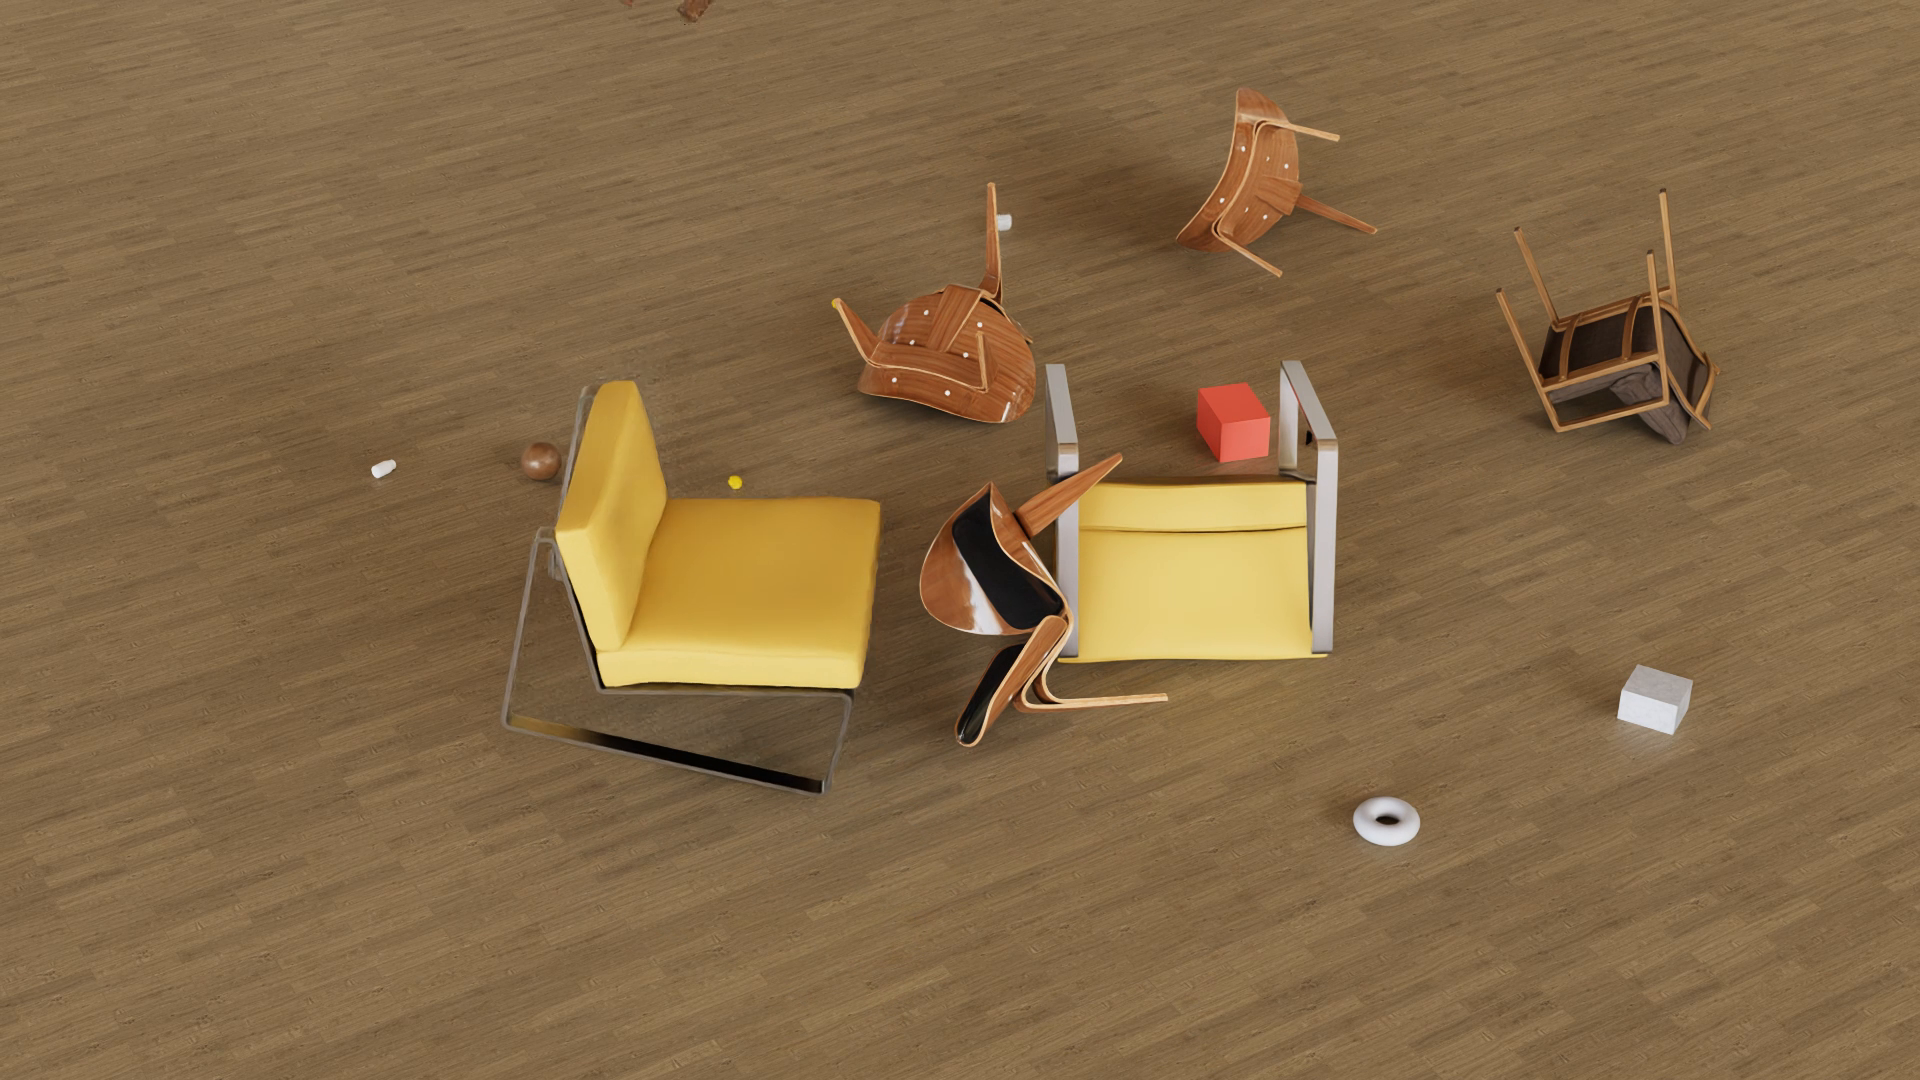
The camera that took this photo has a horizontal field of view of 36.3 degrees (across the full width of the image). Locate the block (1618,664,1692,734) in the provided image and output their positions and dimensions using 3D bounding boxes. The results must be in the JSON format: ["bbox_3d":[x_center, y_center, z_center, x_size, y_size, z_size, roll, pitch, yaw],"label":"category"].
[{"bbox_3d":[2.373,0.544,10.009,0.195,0.121,0.170,17,37,24],"label":"block"}]

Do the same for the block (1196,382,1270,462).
[{"bbox_3d":[1.070,-0.461,11.484,0.199,0.176,0.276,-8,34,-13],"label":"block"}]

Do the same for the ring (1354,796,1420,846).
[{"bbox_3d":[1.383,0.910,9.504,0.217,0.066,0.217,-21,40,-27],"label":"ring"}]

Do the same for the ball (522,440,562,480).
[{"bbox_3d":[-1.607,-0.306,11.270,0.152,0.152,0.152,0,33,0],"label":"ball"}]

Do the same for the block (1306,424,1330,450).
[{"bbox_3d":[1.402,-0.402,11.494,0.058,0.066,0.068,28,43,36],"label":"block"}]
